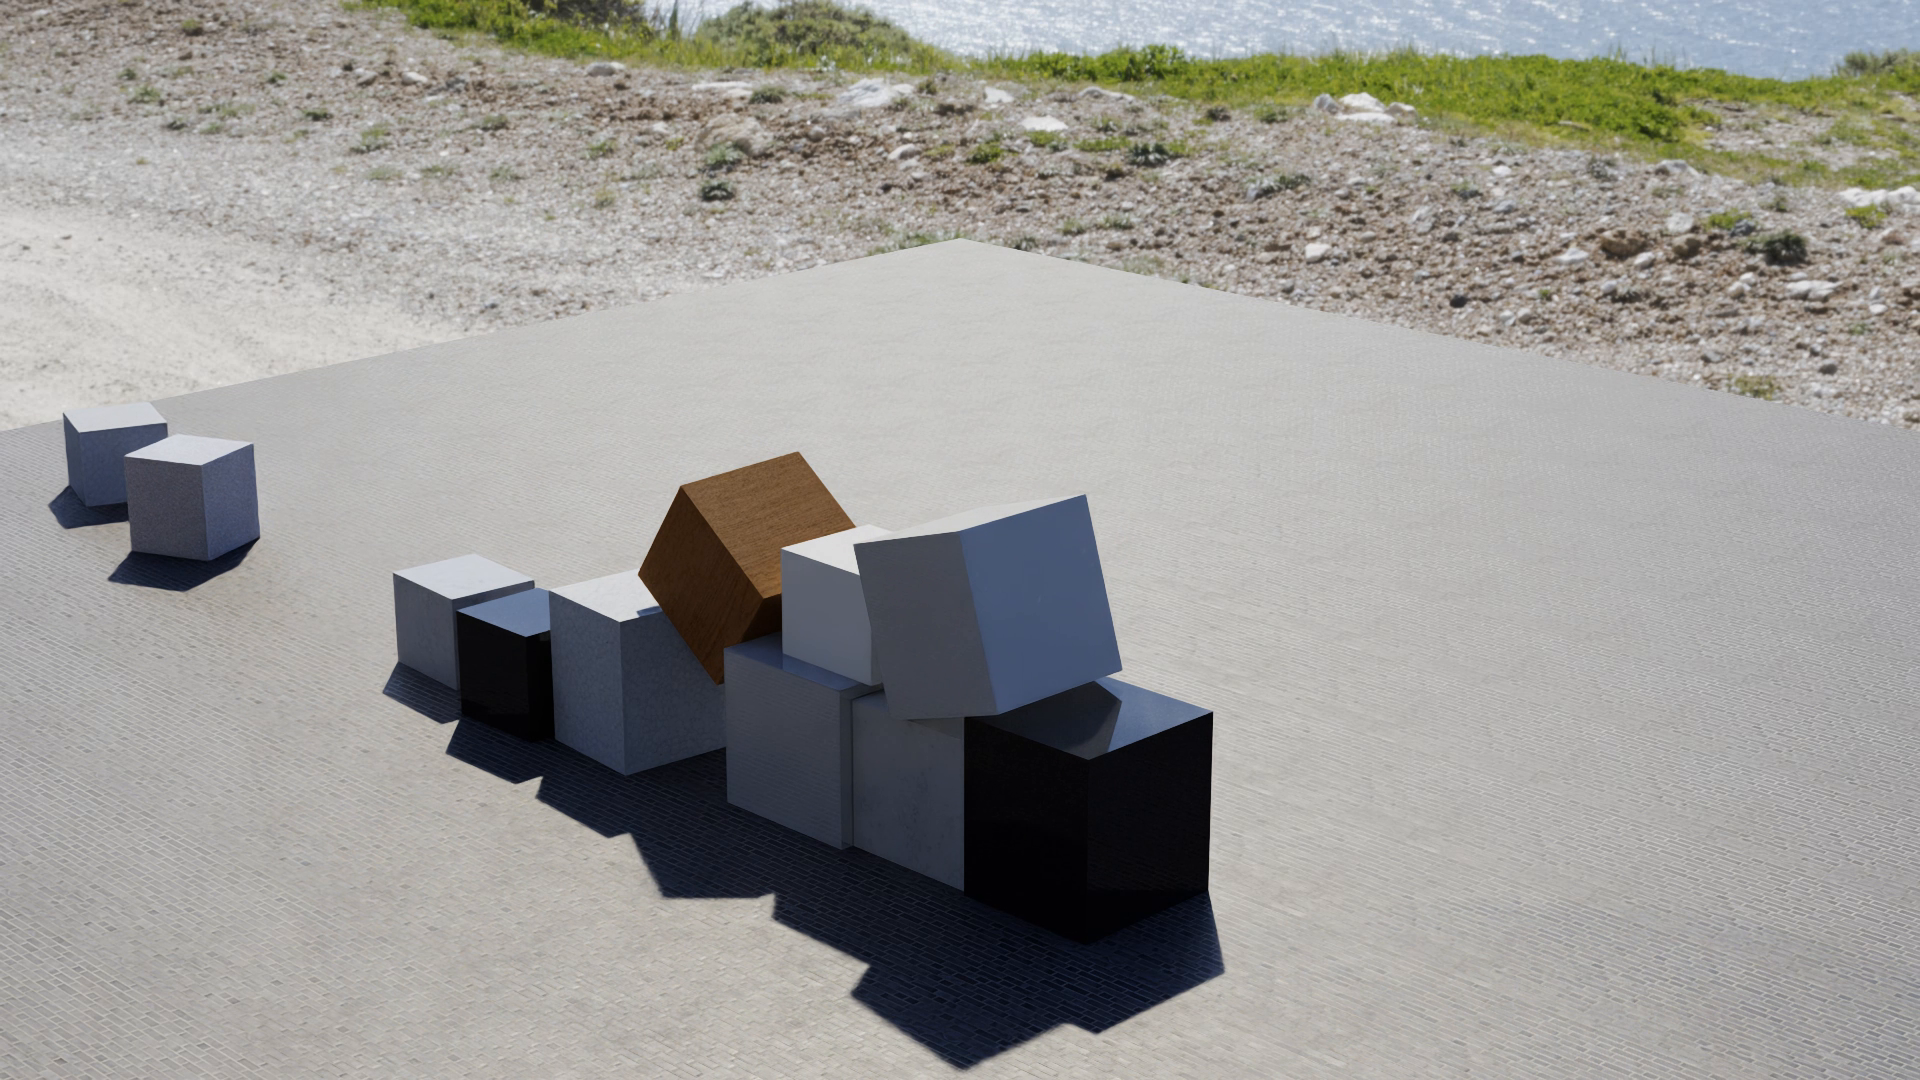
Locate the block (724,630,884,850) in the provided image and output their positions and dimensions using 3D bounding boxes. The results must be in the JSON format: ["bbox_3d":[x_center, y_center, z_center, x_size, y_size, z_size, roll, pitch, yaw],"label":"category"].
[{"bbox_3d":[-0.528,0.891,14.185,0.889,0.794,0.819,-17,24,-42],"label":"block"}]

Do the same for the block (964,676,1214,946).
[{"bbox_3d":[0.573,1.183,13.136,0.746,0.866,0.822,17,24,42],"label":"block"}]

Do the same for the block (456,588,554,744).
[{"bbox_3d":[-2.223,0.647,15.327,0.593,0.576,0.535,17,24,42],"label":"block"}]

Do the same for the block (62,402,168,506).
[{"bbox_3d":[-5.551,-0.570,19.322,0.561,0.502,0.587,-8,19,-25],"label":"block"}]

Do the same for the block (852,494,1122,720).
[{"bbox_3d":[0.128,0.305,13.279,0.808,0.822,0.712,-16,7,-42],"label":"block"}]

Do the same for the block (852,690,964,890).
[{"bbox_3d":[0.014,1.093,13.648,0.746,0.730,0.701,17,24,42],"label":"block"}]

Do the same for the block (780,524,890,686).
[{"bbox_3d":[-0.426,0.300,13.869,0.557,0.524,0.632,-16,23,-41],"label":"block"}]

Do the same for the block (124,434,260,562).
[{"bbox_3d":[-4.758,-0.269,18.182,0.567,0.610,0.545,7,19,20],"label":"block"}]

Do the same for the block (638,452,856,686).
[{"bbox_3d":[-0.997,0.134,14.485,0.745,0.685,0.737,-18,61,-40],"label":"block"}]

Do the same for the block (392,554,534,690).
[{"bbox_3d":[-2.710,0.443,16.074,0.519,0.517,0.615,-14,22,-38],"label":"block"}]

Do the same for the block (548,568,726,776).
[{"bbox_3d":[-1.585,0.641,14.955,0.756,0.810,0.648,-14,22,-38],"label":"block"}]
